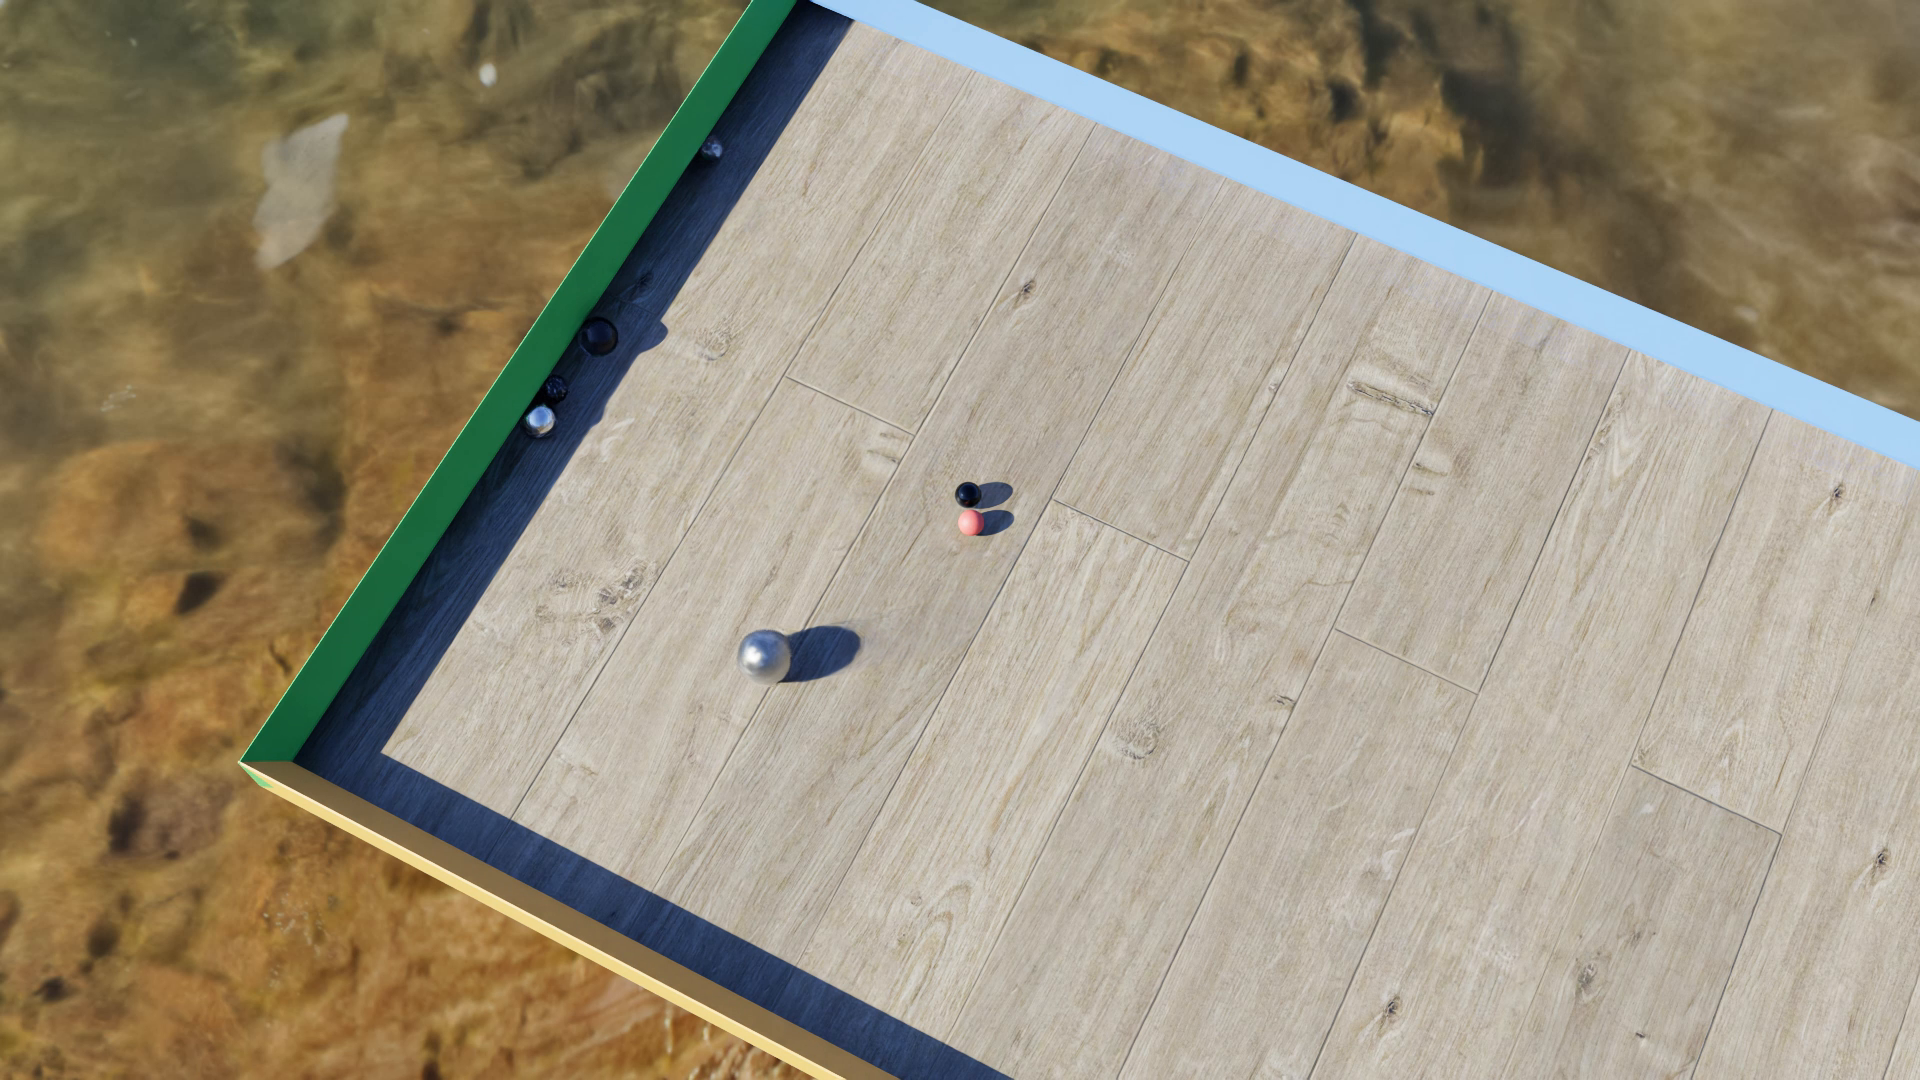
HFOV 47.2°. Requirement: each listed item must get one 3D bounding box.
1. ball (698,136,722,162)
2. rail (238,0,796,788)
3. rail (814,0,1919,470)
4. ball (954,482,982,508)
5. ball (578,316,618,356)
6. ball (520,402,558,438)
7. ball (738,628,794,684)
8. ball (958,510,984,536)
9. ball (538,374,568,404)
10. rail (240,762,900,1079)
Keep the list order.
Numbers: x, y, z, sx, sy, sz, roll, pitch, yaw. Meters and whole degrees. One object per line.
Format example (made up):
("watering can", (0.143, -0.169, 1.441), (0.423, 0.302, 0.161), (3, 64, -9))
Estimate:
("ball", (-0.438, -0.685, 3.852), (0.044, 0.044, 0.044), (0, 66, 0))
("rail", (-0.674, -0.328, 3.655), (0.045, 0.115, 1.707), (25, 69, 11))
("rail", (1.074, -0.362, 3.670), (3.125, 0.115, 0.045), (25, 69, 11))
("ball", (0.013, -0.073, 3.582), (0.045, 0.045, 0.045), (0, 66, 0))
("ball", (-0.607, -0.341, 3.688), (0.067, 0.067, 0.067), (0, 66, 0))
("ball", (-0.694, -0.198, 3.628), (0.060, 0.060, 0.060), (0, 66, 0))
("ball", (-0.304, 0.182, 3.445), (0.088, 0.088, 0.088), (0, 66, 0))
("ball", (0.018, -0.028, 3.563), (0.043, 0.043, 0.043), (0, 66, 0))
("ball", (-0.677, -0.251, 3.658), (0.048, 0.048, 0.048), (0, 66, 0))
("rail", (0.318, 0.989, 3.073), (3.125, 0.115, 0.045), (25, 69, 11))
